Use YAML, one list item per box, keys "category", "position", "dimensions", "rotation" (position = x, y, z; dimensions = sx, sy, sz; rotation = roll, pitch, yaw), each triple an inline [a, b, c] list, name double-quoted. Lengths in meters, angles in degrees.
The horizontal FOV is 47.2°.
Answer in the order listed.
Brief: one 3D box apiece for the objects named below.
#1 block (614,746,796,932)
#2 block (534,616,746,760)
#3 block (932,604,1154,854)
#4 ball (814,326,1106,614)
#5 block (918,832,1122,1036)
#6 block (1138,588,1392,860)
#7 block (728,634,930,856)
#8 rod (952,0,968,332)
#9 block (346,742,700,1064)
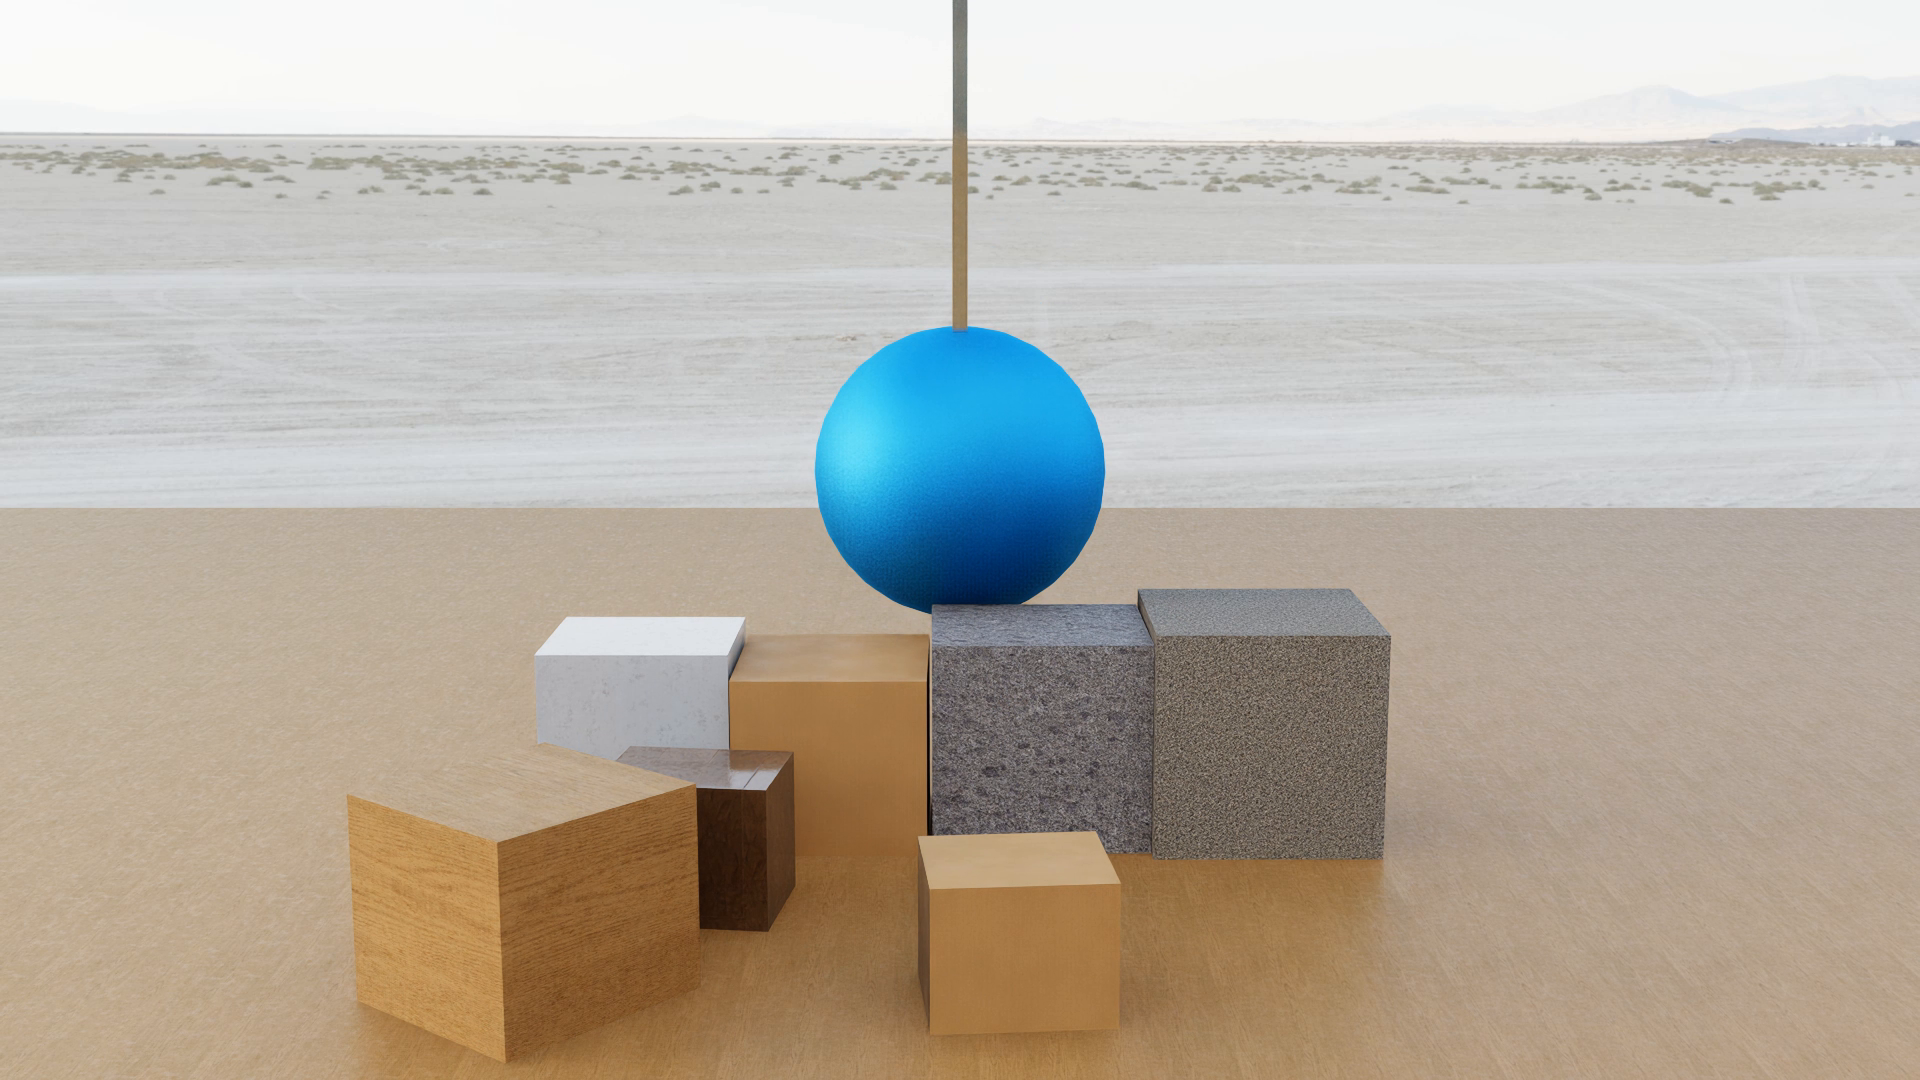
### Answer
- category: "block"
  position: [-1.217, 1.371, 10.179]
  dimensions: [0.794, 0.660, 0.632]
  rotation: [1, 10, 7]
- category: "block"
  position: [-1.618, 0.983, 11.346]
  dimensions: [0.951, 1.006, 0.878]
  rotation: [0, 10, 0]
- category: "block"
  position: [0.401, 0.953, 11.353]
  dimensions: [1.090, 1.062, 0.987]
  rotation: [0, 10, -1]
- category: "ball"
  position: [0.000, -0.375, 12.090]
  dimensions: [1.600, 1.600, 1.600]
  rotation: [0, 10, 0]
- category: "block"
  position: [0.229, 1.604, 9.046]
  dimensions: [0.759, 0.608, 0.673]
  rotation: [-1, 10, -5]
- category: "block"
  position: [1.523, 0.921, 11.332]
  dimensions: [1.137, 1.134, 1.136]
  rotation: [0, 10, 0]
- category: "block"
  position: [-0.647, 1.038, 11.361]
  dimensions: [0.968, 0.893, 1.053]
  rotation: [0, 10, 0]
- category: "rod"
  position: [0.000, -3.579, 10.953]
  dimensions: [0.080, 5.200, 0.080]
  rotation: [0, 20, 0]
- category: "block"
  position: [-1.790, 1.454, 9.084]
  dimensions: [0.975, 0.888, 1.020]
  rotation: [9, 13, 40]
